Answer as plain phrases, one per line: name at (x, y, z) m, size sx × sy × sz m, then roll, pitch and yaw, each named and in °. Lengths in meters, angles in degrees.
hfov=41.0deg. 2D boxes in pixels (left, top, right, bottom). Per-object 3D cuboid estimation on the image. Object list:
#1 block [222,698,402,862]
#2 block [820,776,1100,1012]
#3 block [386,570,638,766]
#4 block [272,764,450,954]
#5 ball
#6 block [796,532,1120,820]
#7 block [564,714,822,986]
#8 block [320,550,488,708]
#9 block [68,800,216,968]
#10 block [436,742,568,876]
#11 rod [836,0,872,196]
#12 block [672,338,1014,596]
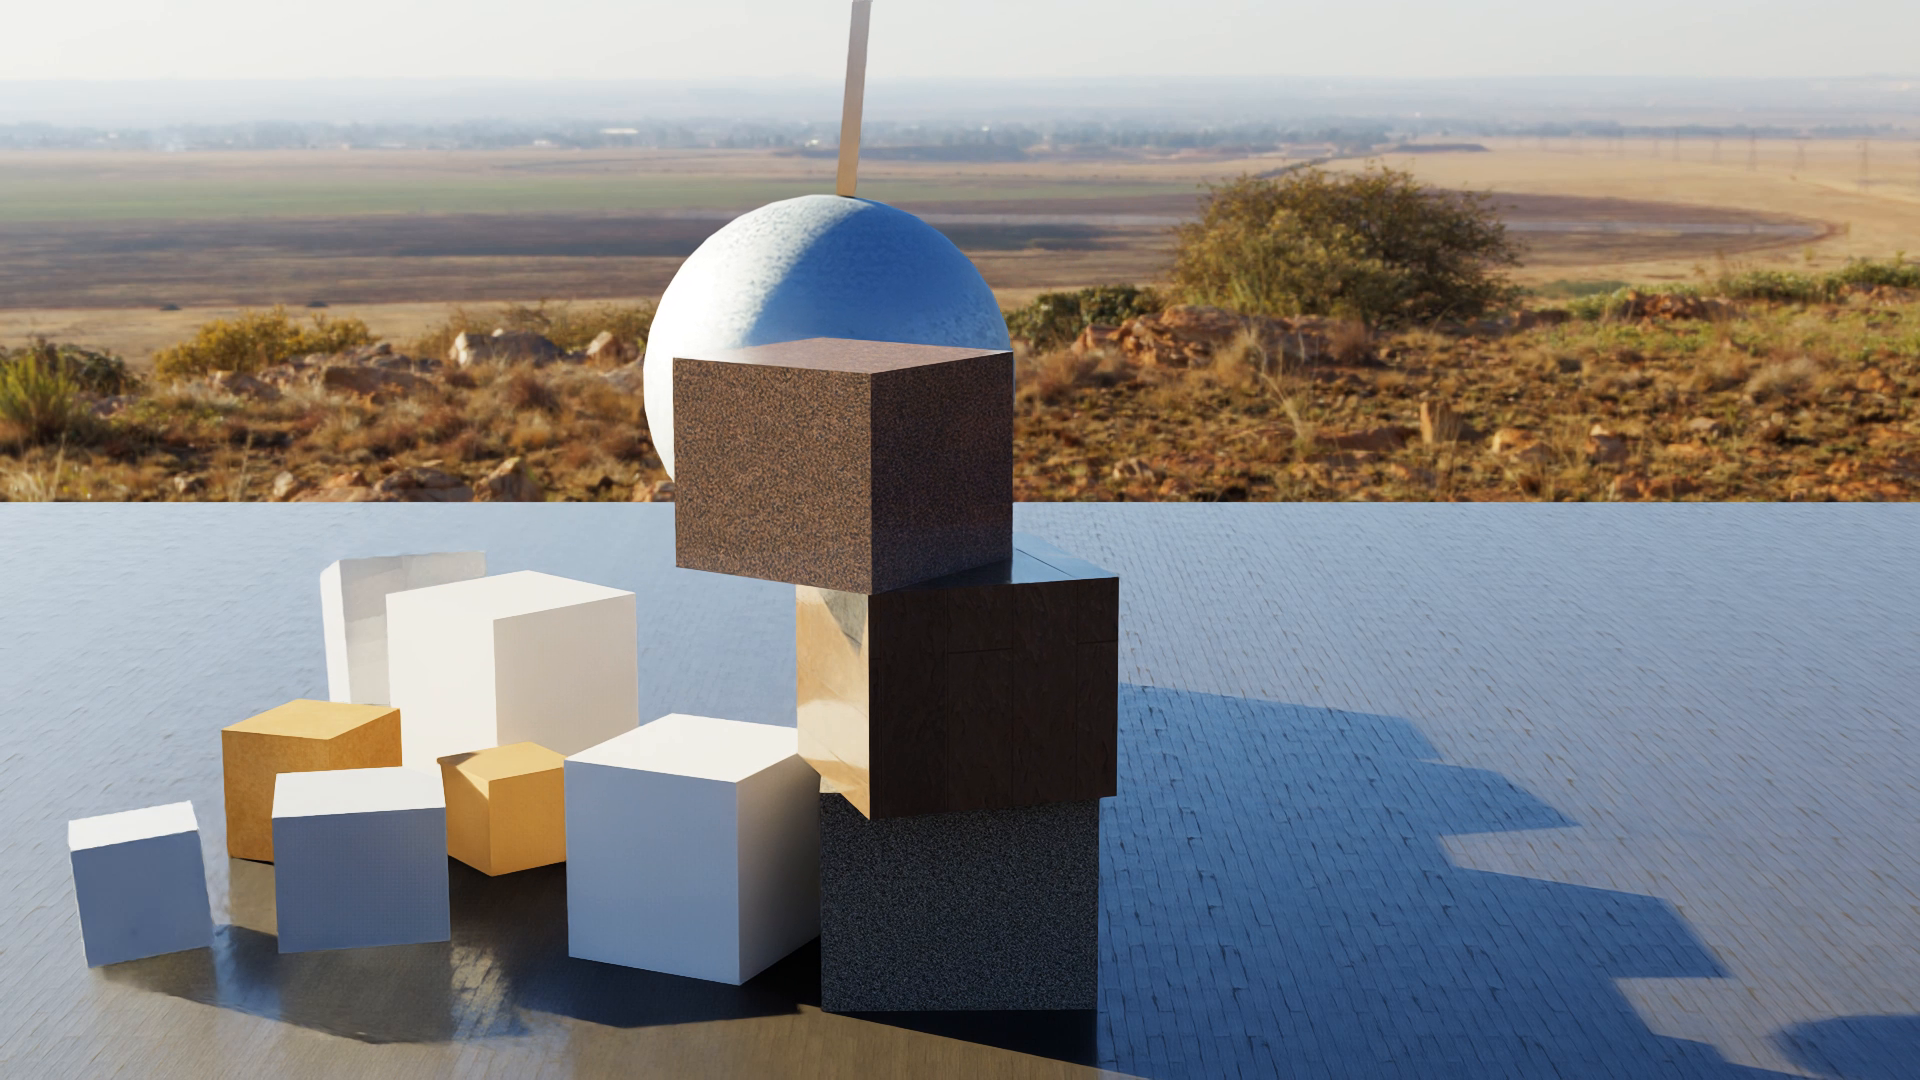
block at (-2.964, 1.110, 11.795) m, size 0.554 × 0.595 × 0.610 m, roll 3°, pitch 11°, yaw 19°
block at (-0.012, 1.283, 10.107) m, size 1.048 × 0.859 × 0.898 m, roll 0°, pitch 10°, yaw -1°
block at (-2.196, 0.753, 12.640) m, size 0.861 × 0.996 × 0.858 m, roll 10°, pitch 14°, yaw 42°
block at (-2.498, 1.319, 10.718) m, size 0.683 × 0.569 × 0.673 m, roll -2°, pitch 11°, yaw -13°
ball at (-0.562, -0.683, 11.056) m, size 1.600 × 1.600 × 1.600 m, roll 0°, pitch 10°, yaw 0°
block at (-0.029, 0.488, 9.758) m, size 0.960 × 0.830 × 0.973 m, roll -4°, pitch 11°, yaw -19°
block at (-1.042, 1.238, 10.464) m, size 0.791 × 0.820 × 0.823 m, roll 5°, pitch 11°, yaw 25°
block at (-3.006, 0.518, 13.955) m, size 0.773 × 0.805 × 0.786 m, roll -4°, pitch -5°, yaw -22°
block at (-3.323, 1.387, 10.405) m, size 0.487 × 0.478 × 0.552 m, roll -9°, pitch 9°, yaw -19°
block at (-2.041, 1.214, 11.662) m, size 0.475 × 0.438 × 0.496 m, roll -8°, pitch 13°, yaw -37°
rod at (-0.244, -4.013, 10.451) m, size 0.080 × 5.200 × 0.080 m, roll 5°, pitch 10°, yaw -1°
block at (-0.429, -0.303, 9.594) m, size 0.915 × 0.785 × 0.888 m, roll 7°, pitch 13°, yaw 35°
